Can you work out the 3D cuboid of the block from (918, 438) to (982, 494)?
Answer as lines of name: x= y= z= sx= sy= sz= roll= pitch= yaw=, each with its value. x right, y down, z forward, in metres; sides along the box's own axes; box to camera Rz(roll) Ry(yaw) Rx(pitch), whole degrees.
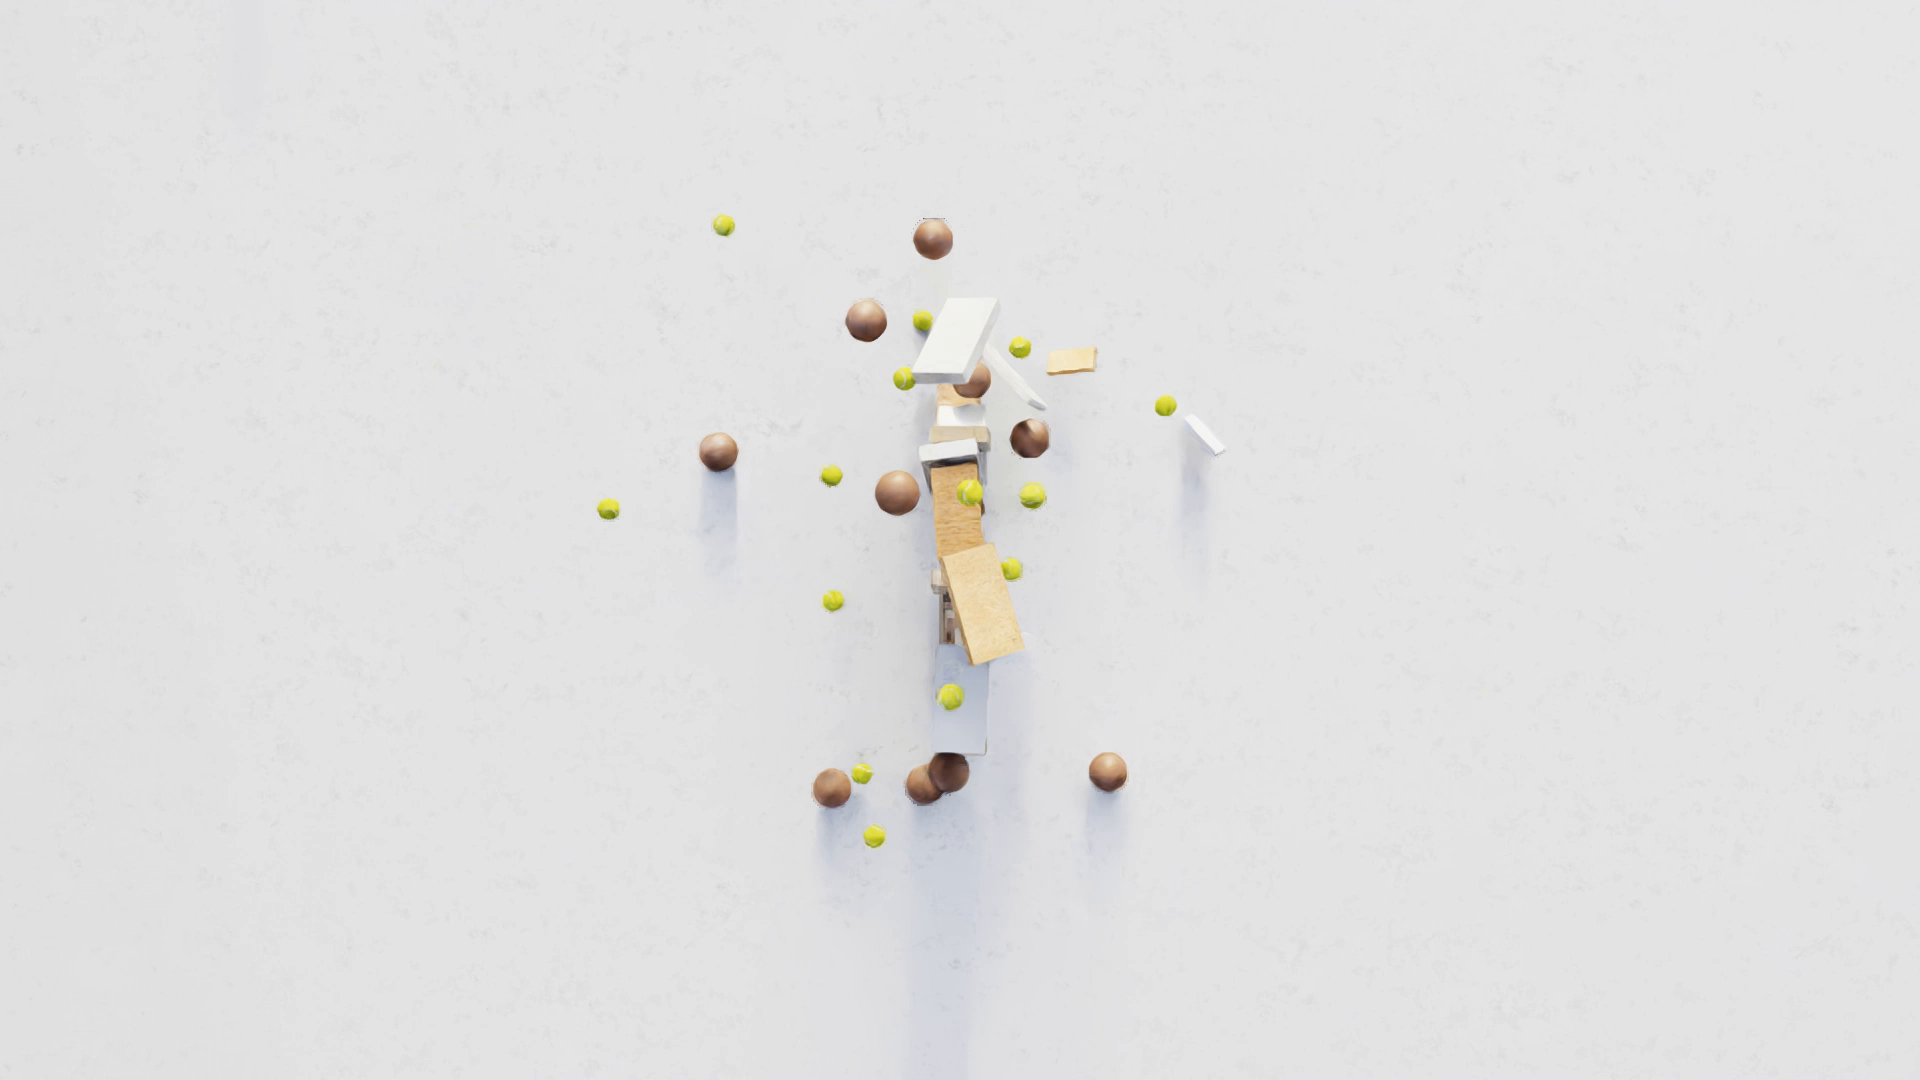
block: x=-0.025 y=-0.215 z=4.839 sx=0.162 sy=0.325 sz=0.046 roll=-8 pitch=75 yaw=1

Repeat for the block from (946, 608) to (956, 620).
block: x=0.031 y=0.221 z=5.062 sx=0.099 sy=0.240 sz=0.028 roll=-8 pitch=91 yaw=-14

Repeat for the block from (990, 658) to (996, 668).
block: x=0.059 y=0.279 z=4.931 sx=0.099 sy=0.028 sz=0.199 roll=3 pitch=89 yaw=-14

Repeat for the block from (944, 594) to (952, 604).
block: x=-0.003 y=0.097 z=4.990 sx=0.093 sy=0.026 sz=0.186 roll=0 pitch=90 yaw=0

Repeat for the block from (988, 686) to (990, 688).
block: x=0.007 y=0.435 z=4.992 sx=0.157 sy=0.313 sz=0.044 roll=-10 pitch=83 yaw=0

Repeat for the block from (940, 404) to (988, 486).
block: x=0.010 y=-0.303 z=5.266 sx=0.146 sy=0.041 sz=0.292 roll=-2 pitch=56 yaw=0

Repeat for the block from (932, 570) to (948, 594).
block: x=-0.003 y=0.125 z=4.793 sx=0.155 sy=0.365 sz=0.044 roll=2 pitch=84 yaw=0

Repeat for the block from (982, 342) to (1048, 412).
block: x=0.132 y=-0.560 z=5.301 sx=0.080 sy=0.492 sz=0.023 roll=24 pitch=110 yaw=-43

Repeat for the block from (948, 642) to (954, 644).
block: x=0.029 y=0.341 z=5.043 sx=0.099 sy=0.199 sz=0.028 roll=6 pitch=92 yaw=-11

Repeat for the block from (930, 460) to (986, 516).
block: x=-0.003 y=-0.138 z=4.883 sx=0.132 sy=0.321 sz=0.037 roll=-12 pitch=68 yaw=1

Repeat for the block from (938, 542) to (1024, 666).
block: x=0.060 y=0.176 z=4.573 sx=0.155 sy=0.044 sz=0.310 roll=-17 pitch=92 yaw=-17

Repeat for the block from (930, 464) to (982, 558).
block: x=-0.008 y=-0.077 z=4.700 sx=0.132 sy=0.037 sz=0.264 roll=-4 pitch=86 yaw=0

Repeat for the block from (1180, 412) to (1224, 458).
block: x=0.797 y=-0.345 z=5.421 sx=0.159 sy=0.080 sz=0.023 roll=49 pitch=124 yaw=9

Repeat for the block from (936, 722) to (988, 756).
block: x=0.003 y=0.603 z=4.994 sx=0.157 sy=0.313 sz=0.044 roll=0 pitch=72 yaw=0

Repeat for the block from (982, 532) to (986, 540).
block: x=0.034 y=-0.010 z=5.149 sx=0.088 sy=0.176 sz=0.025 roll=-6 pitch=89 yaw=0

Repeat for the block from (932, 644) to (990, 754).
block: x=0.003 y=0.463 z=4.812 sx=0.157 sy=0.044 sz=0.313 roll=3 pitch=91 yaw=0

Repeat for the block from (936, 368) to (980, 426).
block: x=-0.005 y=-0.435 z=5.407 sx=0.146 sy=0.041 sz=0.292 roll=0 pitch=59 yaw=0

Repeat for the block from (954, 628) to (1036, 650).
block: x=0.100 y=0.286 z=4.766 sx=0.155 sy=0.310 sz=0.044 roll=2 pitch=89 yaw=-15

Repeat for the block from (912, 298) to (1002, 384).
block: x=-0.007 y=-0.584 z=4.826 sx=0.162 sy=0.046 sz=0.325 roll=4 pitch=50 yaw=25

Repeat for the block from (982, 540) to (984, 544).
block: x=0.002 y=0.030 z=4.844 sx=0.132 sy=0.264 sz=0.037 roll=3 pitch=85 yaw=0

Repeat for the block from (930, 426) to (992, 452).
block: x=0.007 y=-0.305 z=4.973 sx=0.162 sy=0.504 sz=0.046 roll=1 pitch=90 yaw=2

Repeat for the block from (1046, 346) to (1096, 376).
block: x=0.366 y=-0.586 z=5.407 sx=0.159 sy=0.023 sz=0.080 roll=-3 pitch=66 yaw=23

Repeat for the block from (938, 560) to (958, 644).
block: x=0.001 y=0.196 z=5.210 sx=0.135 sy=0.038 sz=0.269 roll=0 pitch=90 yaw=0
